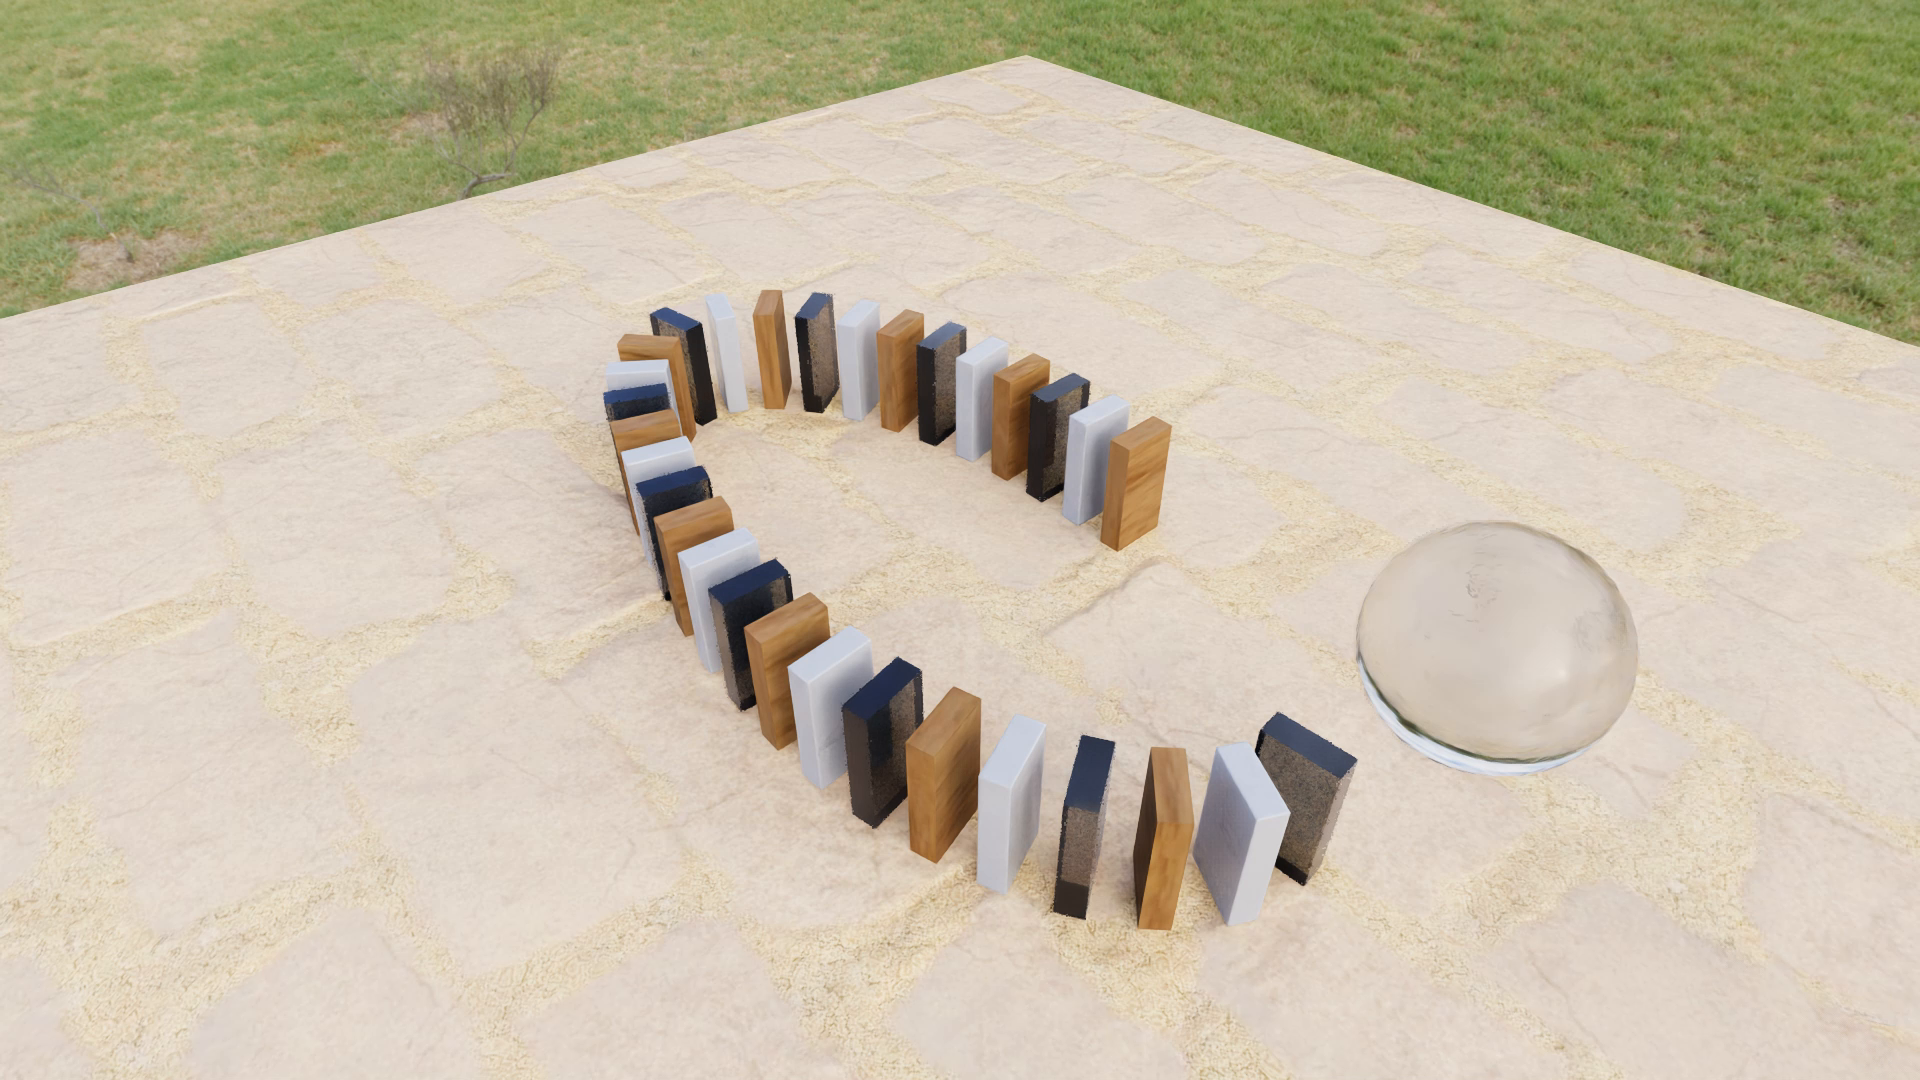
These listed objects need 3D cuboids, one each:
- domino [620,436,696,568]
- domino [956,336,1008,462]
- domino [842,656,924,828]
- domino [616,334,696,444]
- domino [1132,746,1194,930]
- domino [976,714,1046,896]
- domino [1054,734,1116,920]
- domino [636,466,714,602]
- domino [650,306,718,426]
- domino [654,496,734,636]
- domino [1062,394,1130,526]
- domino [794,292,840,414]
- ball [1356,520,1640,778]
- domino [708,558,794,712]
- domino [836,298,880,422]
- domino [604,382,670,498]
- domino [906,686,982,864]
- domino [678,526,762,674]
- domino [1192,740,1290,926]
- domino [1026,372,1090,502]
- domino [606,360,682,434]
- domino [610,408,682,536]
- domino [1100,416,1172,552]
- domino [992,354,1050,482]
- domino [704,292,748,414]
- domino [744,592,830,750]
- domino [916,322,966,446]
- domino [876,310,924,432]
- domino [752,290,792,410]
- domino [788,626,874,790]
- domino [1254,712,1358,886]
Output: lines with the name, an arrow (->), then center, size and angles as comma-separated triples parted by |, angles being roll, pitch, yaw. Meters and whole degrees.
domino -> -0.114, -0.014, 0.429 | 0.025, 0.050, 0.009 | -17, 42, -20
domino -> 0.010, -0.062, 0.487 | 0.010, 0.050, 0.025 | 27, 46, 29
domino -> -0.022, 0.062, 0.335 | 0.009, 0.050, 0.025 | 26, 46, 28
domino -> -0.135, -0.067, 0.494 | 0.025, 0.050, 0.010 | 5, 40, 6
domino -> 0.056, 0.084, 0.309 | 0.009, 0.050, 0.025 | 2, 39, 3
domino -> 0.015, 0.077, 0.318 | 0.010, 0.050, 0.025 | 17, 42, 20
domino -> 0.035, 0.082, 0.312 | 0.010, 0.050, 0.025 | 10, 40, 12
domino -> -0.104, -0.002, 0.414 | 0.025, 0.050, 0.010 | -19, 43, -21
domino -> -0.128, -0.080, 0.509 | 0.025, 0.050, 0.009 | 27, 46, 29
domino -> -0.093, 0.010, 0.399 | 0.025, 0.050, 0.009 | -21, 44, -24
domino -> 0.056, -0.032, 0.451 | 0.025, 0.050, 0.009 | -29, 47, -30
domino -> -0.067, -0.088, 0.519 | 0.009, 0.050, 0.025 | 9, 40, 11
ball -> 0.167, 0.034, 0.346 | 0.080, 0.080, 0.080 | 0, 39, 0
domino -> -0.068, 0.033, 0.372 | 0.025, 0.050, 0.010 | -27, 46, -29
domino -> -0.046, -0.084, 0.514 | 0.009, 0.050, 0.025 | 15, 42, 17
domino -> -0.131, -0.040, 0.460 | 0.025, 0.050, 0.009 | -11, 41, -13
domino -> -0.004, 0.070, 0.326 | 0.009, 0.050, 0.025 | 21, 44, 24
domino -> -0.081, 0.022, 0.385 | 0.025, 0.050, 0.009 | -24, 45, -27
domino -> 0.078, 0.083, 0.310 | 0.009, 0.050, 0.025 | -9, 40, -11
domino -> 0.041, -0.043, 0.464 | 0.025, 0.050, 0.009 | -30, 48, -31
domino -> -0.135, -0.053, 0.477 | 0.025, 0.050, 0.009 | -4, 39, -5
domino -> -0.123, -0.027, 0.444 | 0.025, 0.050, 0.010 | -16, 42, -18
domino -> 0.070, -0.022, 0.438 | 0.025, 0.050, 0.009 | -30, 48, -31
domino -> 0.026, -0.053, 0.476 | 0.009, 0.050, 0.025 | 32, 49, 33
domino -> -0.110, -0.088, 0.519 | 0.009, 0.050, 0.025 | -13, 41, -16
domino -> -0.054, 0.043, 0.359 | 0.025, 0.050, 0.009 | -29, 48, -31
domino -> -0.008, -0.070, 0.497 | 0.010, 0.050, 0.025 | 23, 45, 26
domino -> -0.027, -0.077, 0.506 | 0.009, 0.050, 0.025 | 20, 43, 22
domino -> -0.089, -0.090, 0.521 | 0.009, 0.050, 0.025 | 1, 39, 1
domino -> -0.039, 0.053, 0.346 | 0.010, 0.050, 0.025 | 31, 49, 32
domino -> 0.096, 0.076, 0.319 | 0.025, 0.050, 0.009 | 32, 49, 33
